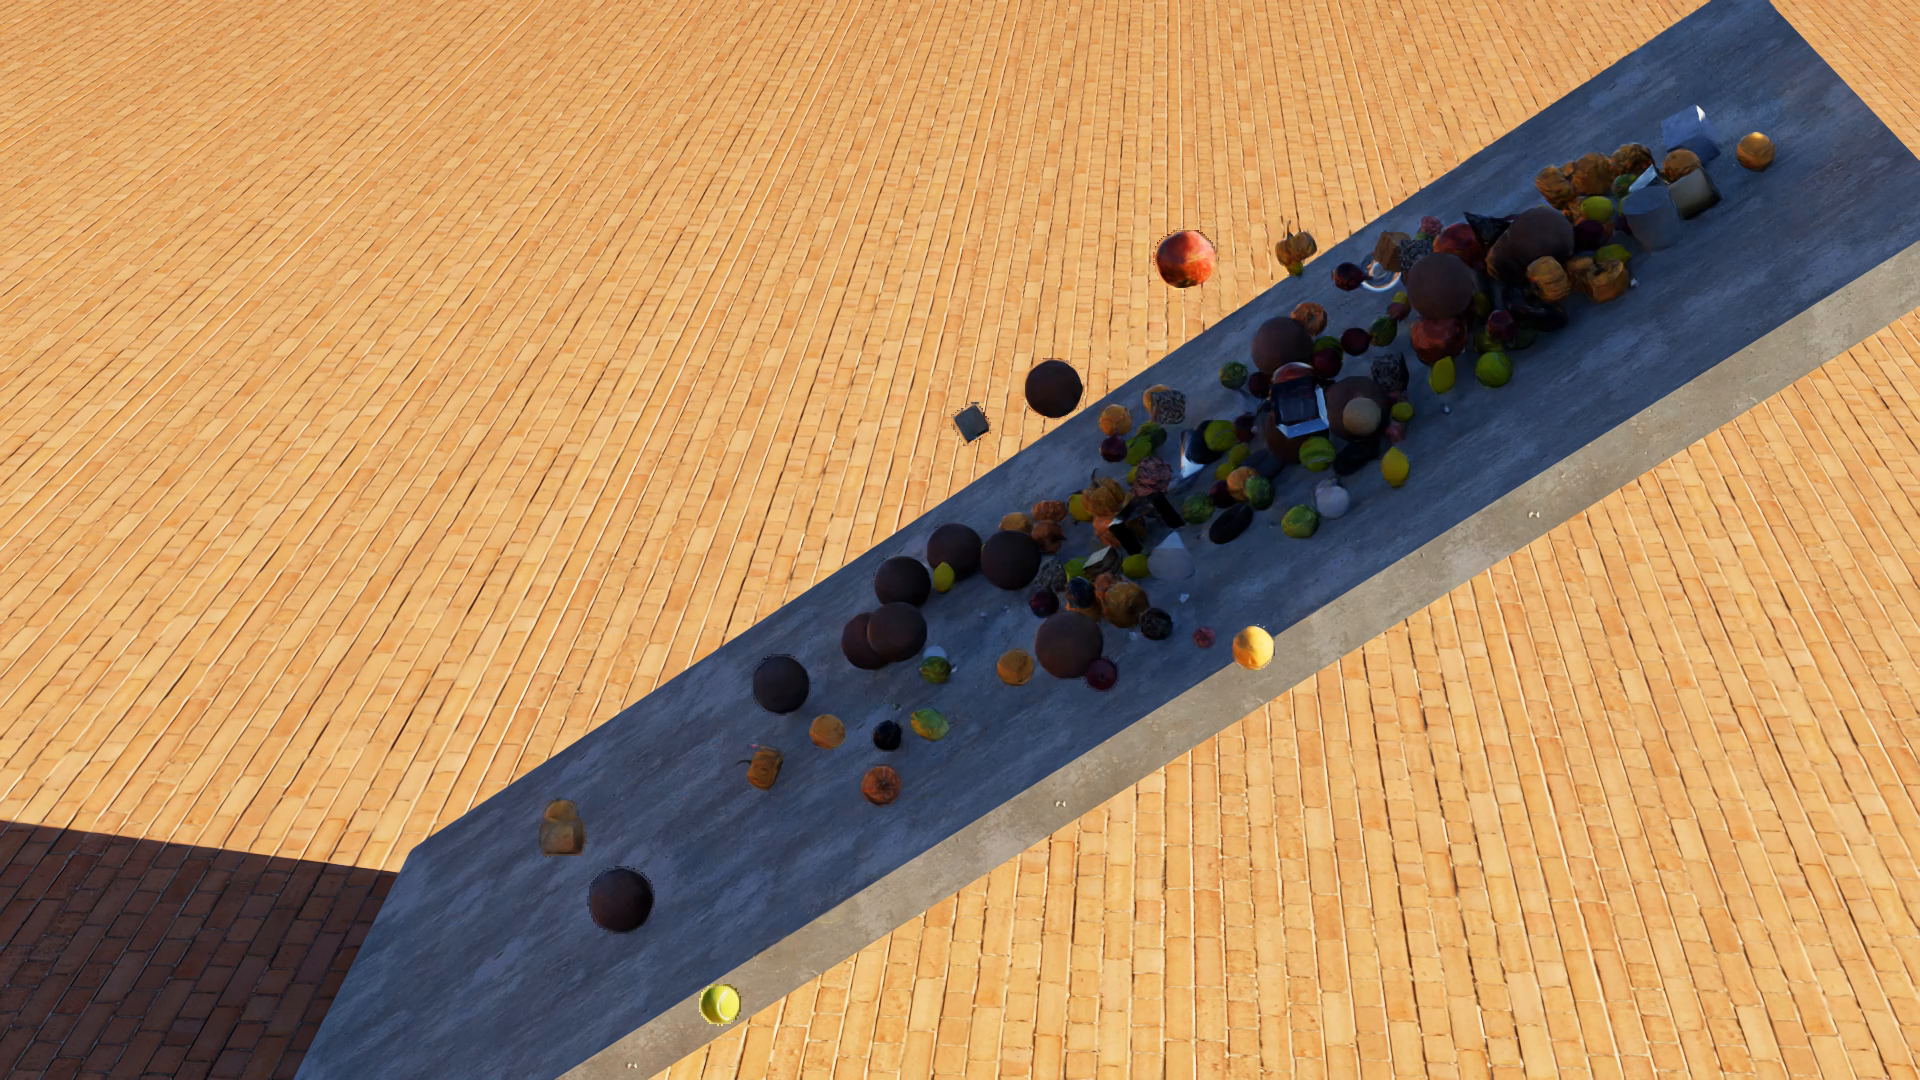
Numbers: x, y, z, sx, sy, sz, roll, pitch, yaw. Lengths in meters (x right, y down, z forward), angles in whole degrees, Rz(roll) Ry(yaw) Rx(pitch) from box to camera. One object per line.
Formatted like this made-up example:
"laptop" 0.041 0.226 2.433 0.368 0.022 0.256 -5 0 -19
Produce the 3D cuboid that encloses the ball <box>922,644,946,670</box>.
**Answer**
"ball" -0.053 0.248 6.226 0.052 0.052 0.052 0 22 0

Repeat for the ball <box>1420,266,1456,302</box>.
"ball" 0.958 -0.511 5.892 0.072 0.072 0.072 0 22 0

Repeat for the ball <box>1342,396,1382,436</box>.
"ball" 0.761 -0.233 5.566 0.075 0.075 0.075 0 22 0

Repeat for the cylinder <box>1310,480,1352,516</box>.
"cylinder" 0.694 -0.078 5.488 0.063 0.063 0.063 -4 -3 -10

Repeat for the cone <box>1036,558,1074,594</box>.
"cone" 0.204 0.089 5.947 0.073 0.073 0.073 39 6 -26

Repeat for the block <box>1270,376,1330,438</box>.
"block" 0.642 -0.251 5.558 0.082 0.082 0.082 -14 -20 19

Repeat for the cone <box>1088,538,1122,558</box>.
"cone" 0.285 0.024 6.087 0.074 0.074 0.074 -34 16 11

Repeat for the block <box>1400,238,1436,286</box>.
"block" 0.898 -0.546 5.779 0.064 0.064 0.064 -3 61 13

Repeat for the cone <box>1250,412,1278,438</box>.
"cone" 0.624 -0.250 6.071 0.060 0.060 0.060 -2 28 -4

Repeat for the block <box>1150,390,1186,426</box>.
"block" 0.412 -0.263 5.838 0.055 0.055 0.055 -6 16 -11

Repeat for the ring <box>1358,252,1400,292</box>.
"ring" 0.854 -0.547 5.983 0.091 0.091 0.030 10 -15 25

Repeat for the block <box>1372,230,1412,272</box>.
"block" 0.872 -0.577 5.885 0.058 0.058 0.058 3 35 -26

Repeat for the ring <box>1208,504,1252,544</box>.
"ring" 0.531 -0.030 5.776 0.100 0.033 0.100 -37 16 12

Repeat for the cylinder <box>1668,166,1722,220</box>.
"cylinder" 1.401 -0.661 5.609 0.074 0.074 0.074 -31 11 23

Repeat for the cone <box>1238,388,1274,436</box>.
"cone" 0.613 -0.287 6.226 0.094 0.094 0.094 -34 16 11

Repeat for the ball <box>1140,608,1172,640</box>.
"ball" 0.369 0.159 5.532 0.061 0.061 0.061 0 22 0

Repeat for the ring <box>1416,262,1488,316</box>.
"ring" 1.000 -0.510 5.983 0.148 0.049 0.148 1 42 -1

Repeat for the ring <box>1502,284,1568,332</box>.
"ring" 1.087 -0.439 5.565 0.139 0.046 0.139 24 21 -10

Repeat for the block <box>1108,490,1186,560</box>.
"block" 0.381 -0.029 5.995 0.092 0.092 0.092 -16 26 53

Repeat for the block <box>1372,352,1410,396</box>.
"block" 0.848 -0.328 5.799 0.056 0.056 0.056 -9 29 22

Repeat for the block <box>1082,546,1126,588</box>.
"block" 0.295 0.055 6.008 0.055 0.055 0.055 -24 20 39

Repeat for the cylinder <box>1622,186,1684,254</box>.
"cylinder" 1.287 -0.595 5.460 0.090 0.090 0.090 -23 31 15

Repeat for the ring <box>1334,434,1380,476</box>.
"ring" 0.761 -0.164 5.645 0.105 0.035 0.105 -40 9 8

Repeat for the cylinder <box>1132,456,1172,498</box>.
"cylinder" 0.394 -0.121 6.038 0.071 0.071 0.071 7 42 -6

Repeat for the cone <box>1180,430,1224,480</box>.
"cone" 0.487 -0.164 6.174 0.098 0.098 0.098 14 58 30

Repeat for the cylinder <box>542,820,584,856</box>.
"cylinder" -0.849 0.636 6.283 0.071 0.071 0.071 -4 21 13

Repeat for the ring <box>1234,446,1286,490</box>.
"ring" 0.606 -0.145 5.933 0.120 0.040 0.120 -35 16 12

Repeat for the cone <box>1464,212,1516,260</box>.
"cone" 1.066 -0.641 6.010 0.098 0.098 0.098 39 35 13

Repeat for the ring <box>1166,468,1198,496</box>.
"ring" 0.465 -0.125 6.208 0.085 0.028 0.085 -32 17 11

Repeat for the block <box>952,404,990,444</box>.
"block" 0.024 -0.250 6.352 0.058 0.058 0.058 -31 -6 -3

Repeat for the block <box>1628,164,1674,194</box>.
"block" 1.353 -0.678 5.732 0.065 0.065 0.065 37 23 -15

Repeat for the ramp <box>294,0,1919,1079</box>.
"ramp" 0.134 0.175 6.310 4.000 0.100 2.000 -33 16 15

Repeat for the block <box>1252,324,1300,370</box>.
"block" 0.691 -0.424 6.449 0.070 0.070 0.070 25 13 -11

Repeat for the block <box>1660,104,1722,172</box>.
"block" 1.449 -0.798 5.833 0.079 0.079 0.079 -26 47 29

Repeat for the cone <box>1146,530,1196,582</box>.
"cone" 0.405 0.014 5.588 0.094 0.094 0.094 3 45 7
